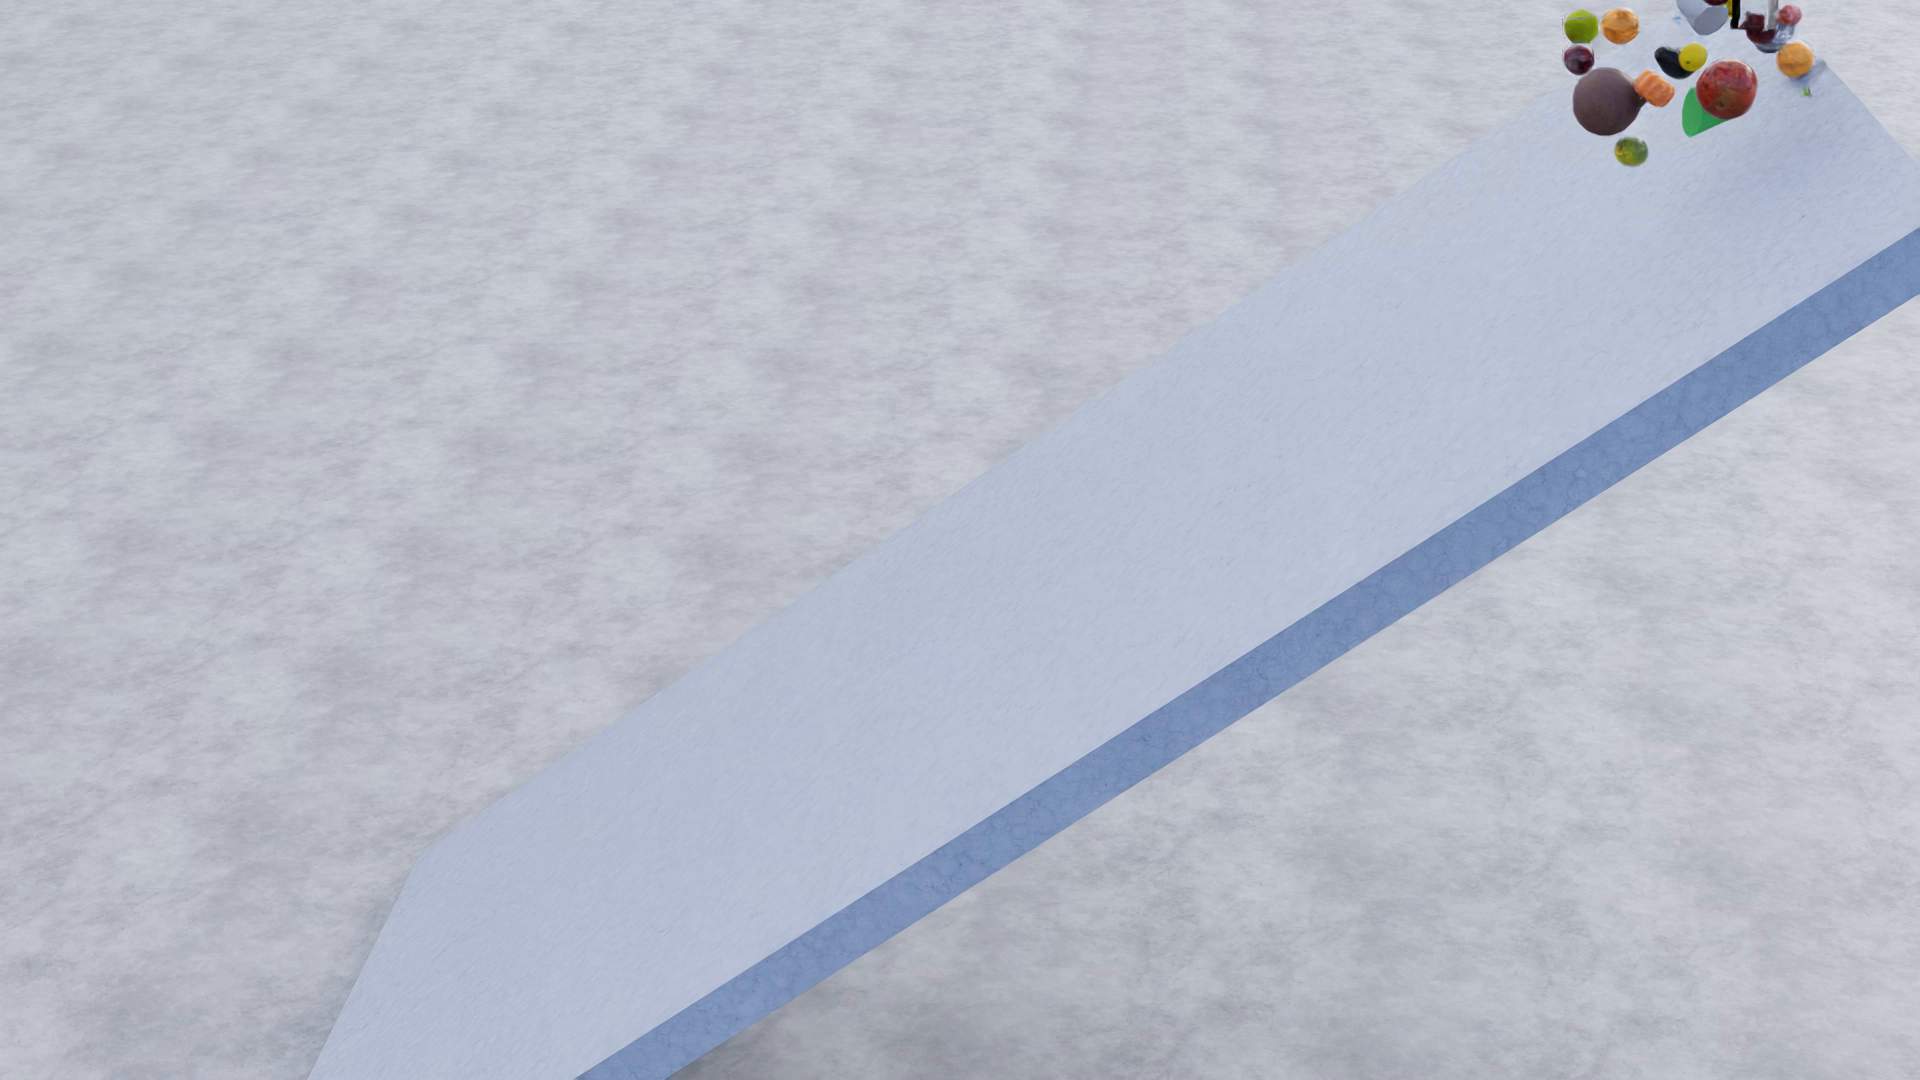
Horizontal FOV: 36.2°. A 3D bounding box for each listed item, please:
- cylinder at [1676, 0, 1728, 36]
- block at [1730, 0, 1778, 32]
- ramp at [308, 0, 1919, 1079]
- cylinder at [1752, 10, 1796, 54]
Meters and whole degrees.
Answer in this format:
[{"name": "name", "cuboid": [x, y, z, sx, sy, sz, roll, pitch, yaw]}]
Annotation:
[{"name": "cylinder", "cuboid": [1.466, -1.050, 5.806, 0.076, 0.076, 0.076, -8, 51, -18]}, {"name": "block", "cuboid": [1.480, -0.983, 5.475, 0.064, 0.064, 0.064, 11, 18, 36]}, {"name": "ramp", "cuboid": [0.131, 0.178, 6.318, 4.000, 0.100, 2.000, -34, 16, 16]}, {"name": "cylinder", "cuboid": [1.610, -1.004, 5.821, 0.066, 0.066, 0.066, 0, -9, -1]}]
